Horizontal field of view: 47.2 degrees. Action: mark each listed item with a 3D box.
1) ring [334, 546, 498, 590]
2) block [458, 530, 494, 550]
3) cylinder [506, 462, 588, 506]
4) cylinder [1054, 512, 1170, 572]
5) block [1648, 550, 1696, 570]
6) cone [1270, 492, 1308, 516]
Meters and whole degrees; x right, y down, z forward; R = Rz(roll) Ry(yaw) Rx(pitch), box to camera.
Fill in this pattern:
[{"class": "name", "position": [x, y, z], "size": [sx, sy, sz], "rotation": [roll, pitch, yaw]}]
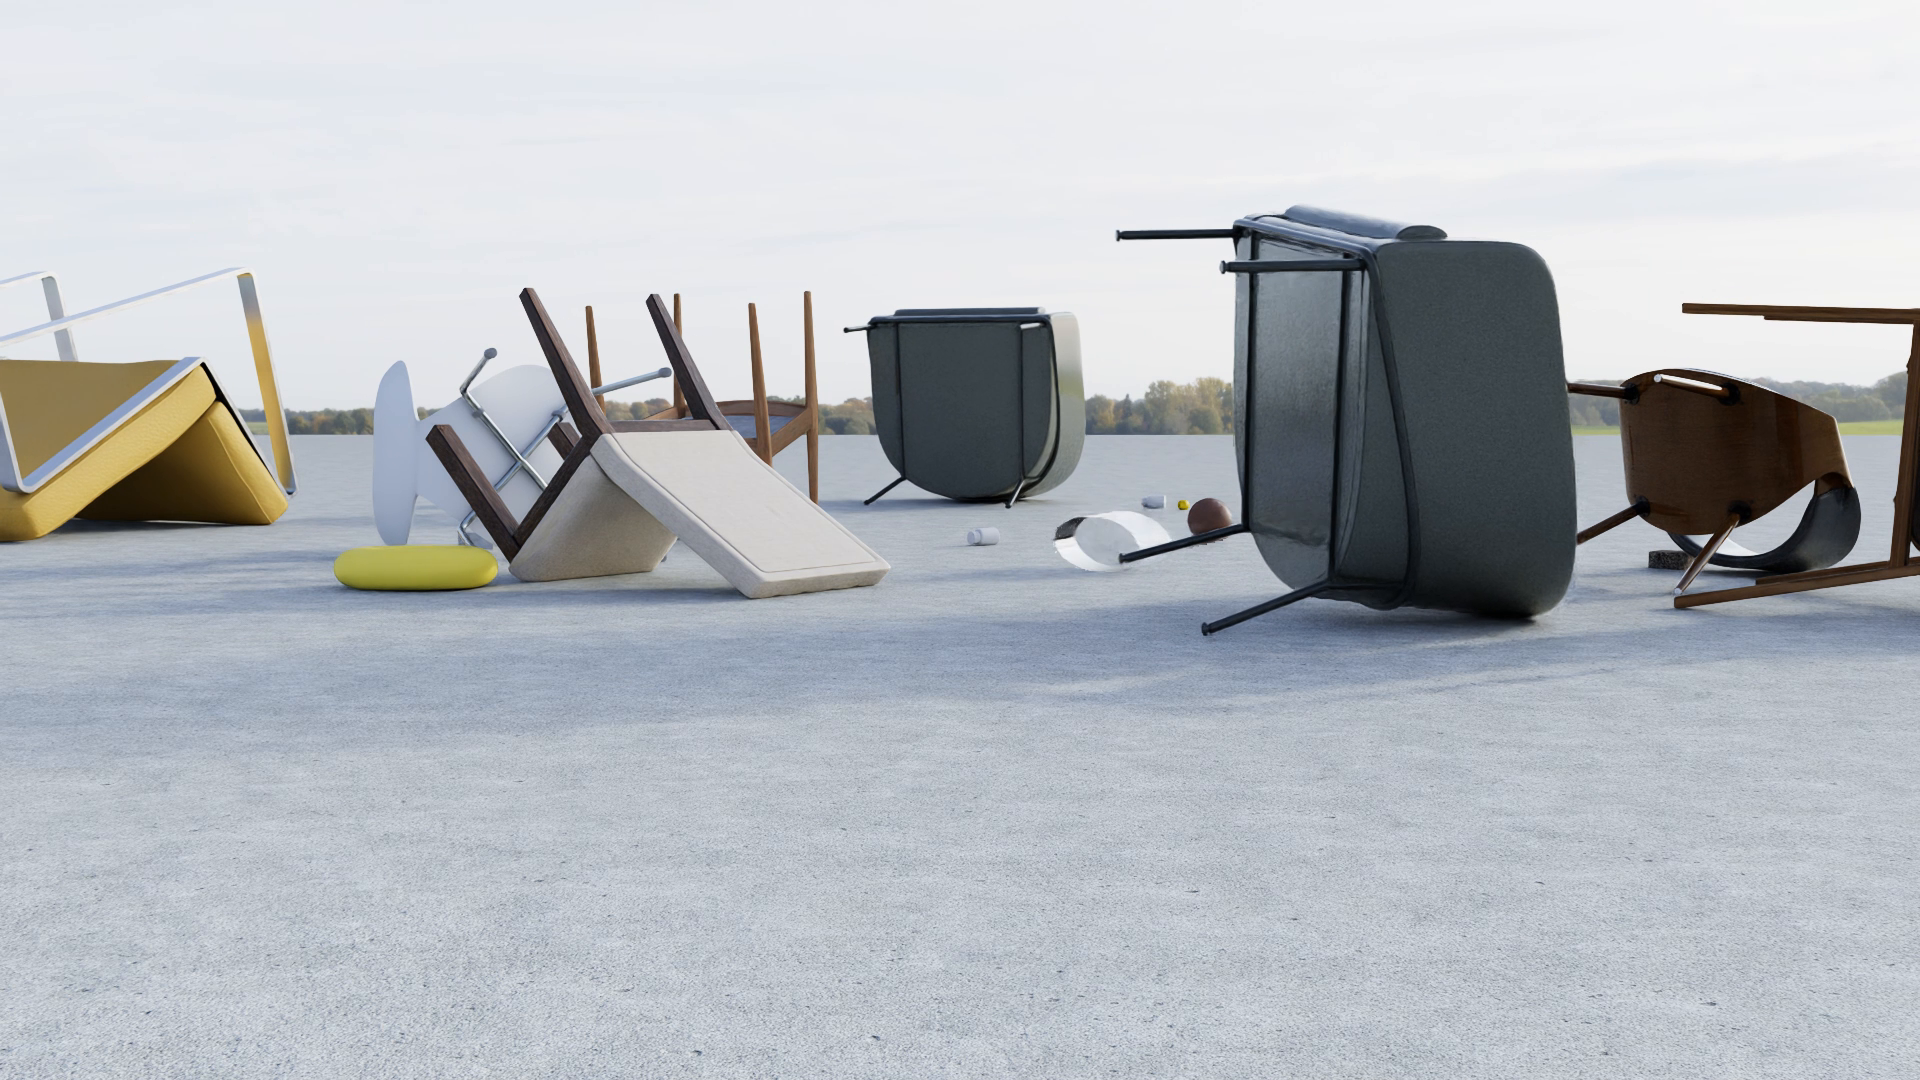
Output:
[{"class": "ring", "position": [-1.231, 0.062, 4.976], "size": [0.379, 0.092, 0.271], "rotation": [0, 3, 10]}, {"class": "block", "position": [-1.361, 0.001, 6.178], "size": [0.094, 0.048, 0.066], "rotation": [-1, 4, -13]}, {"class": "cylinder", "position": [-1.615, -0.220, 8.602], "size": [0.298, 0.157, 0.318], "rotation": [3, 5, 33]}, {"class": "cylinder", "position": [0.383, 0.003, 5.493], "size": [0.223, 0.135, 0.248], "rotation": [11, 8, 22]}, {"class": "block", "position": [1.789, 0.050, 5.521], "size": [0.091, 0.041, 0.083], "rotation": [3, 5, 40]}, {"class": "cone", "position": [1.175, -0.109, 7.822], "size": [0.135, 0.081, 0.127], "rotation": [-20, -20, 8]}]
